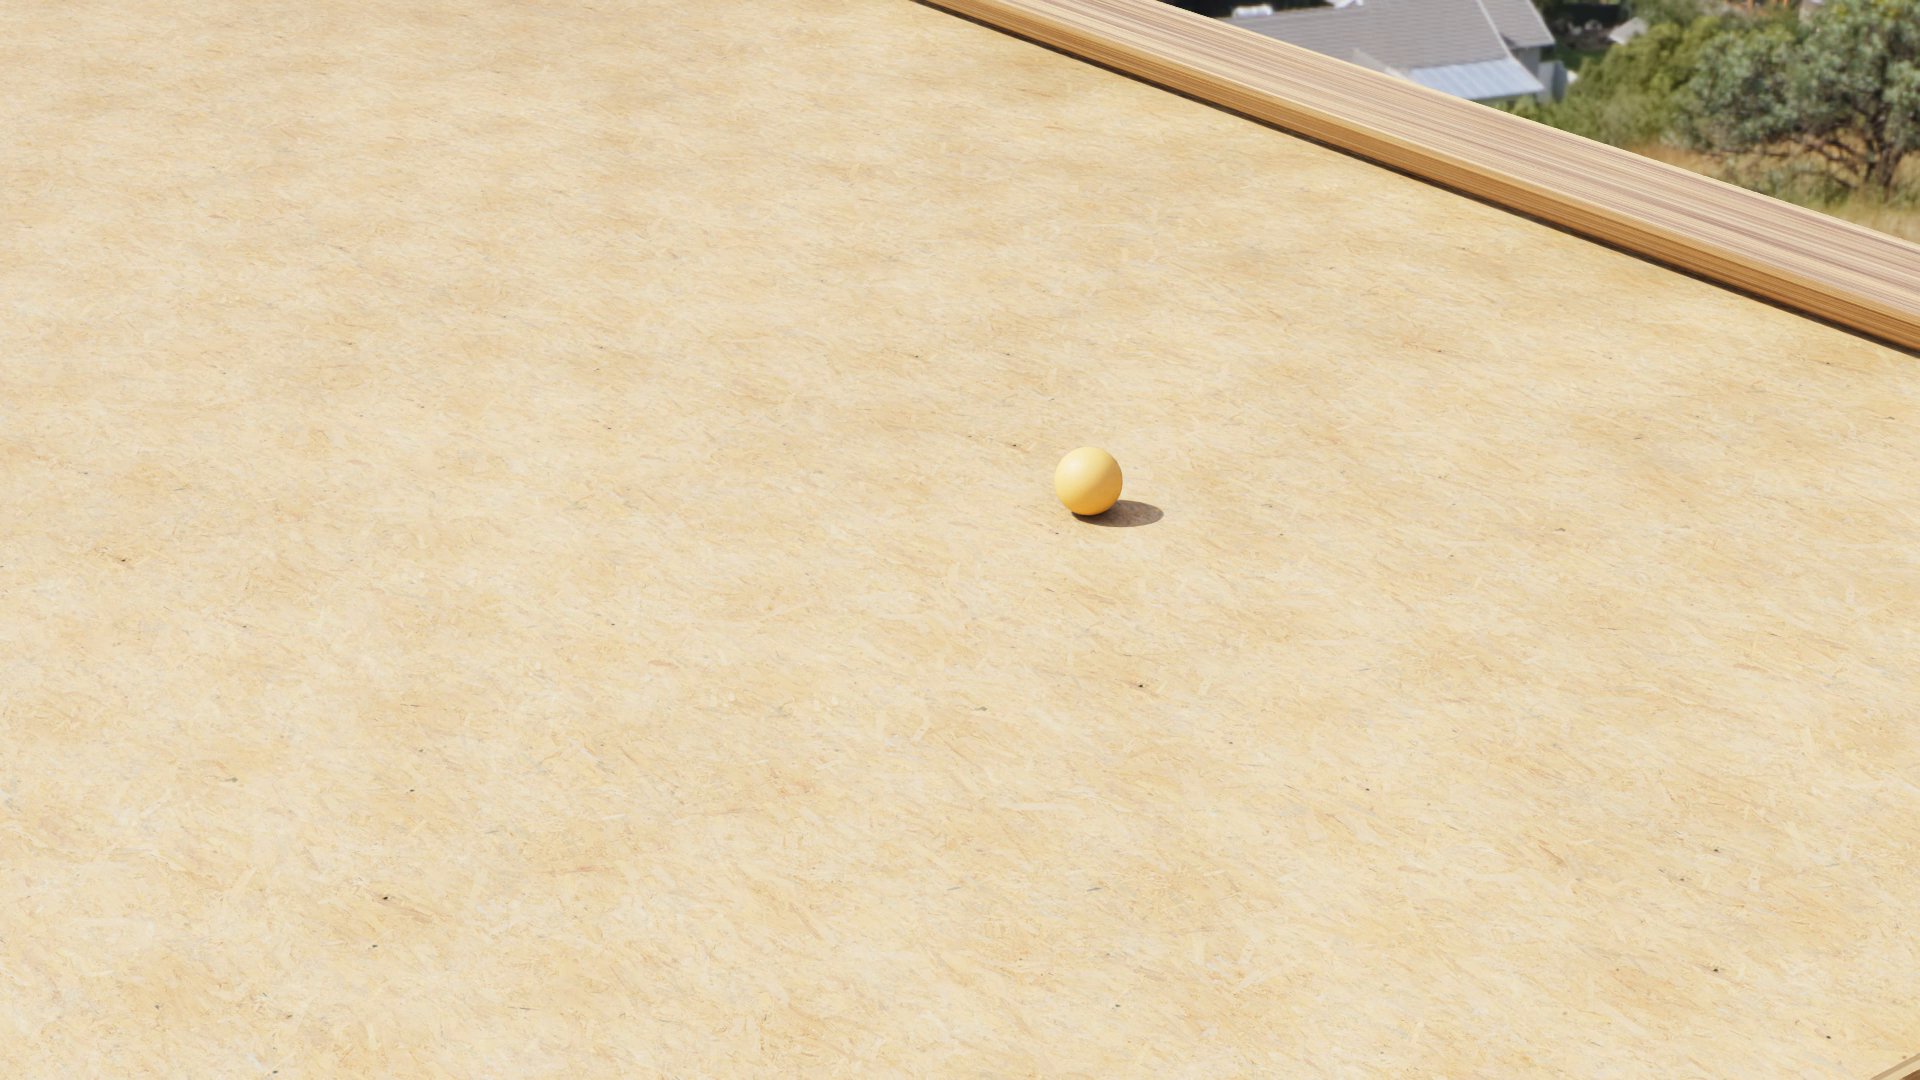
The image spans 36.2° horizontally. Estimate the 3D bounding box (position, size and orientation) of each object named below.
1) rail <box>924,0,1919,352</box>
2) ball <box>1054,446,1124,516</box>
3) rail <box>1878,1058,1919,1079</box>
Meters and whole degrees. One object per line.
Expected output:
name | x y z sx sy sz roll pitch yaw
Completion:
rail | 0.255 -0.552 3.375 0.045 0.097 3.638 -16 29 -32
ball | 0.101 -0.046 2.317 0.054 0.054 0.054 0 24 0
rail | 0.514 0.284 1.536 1.968 0.097 0.045 -16 29 -32
